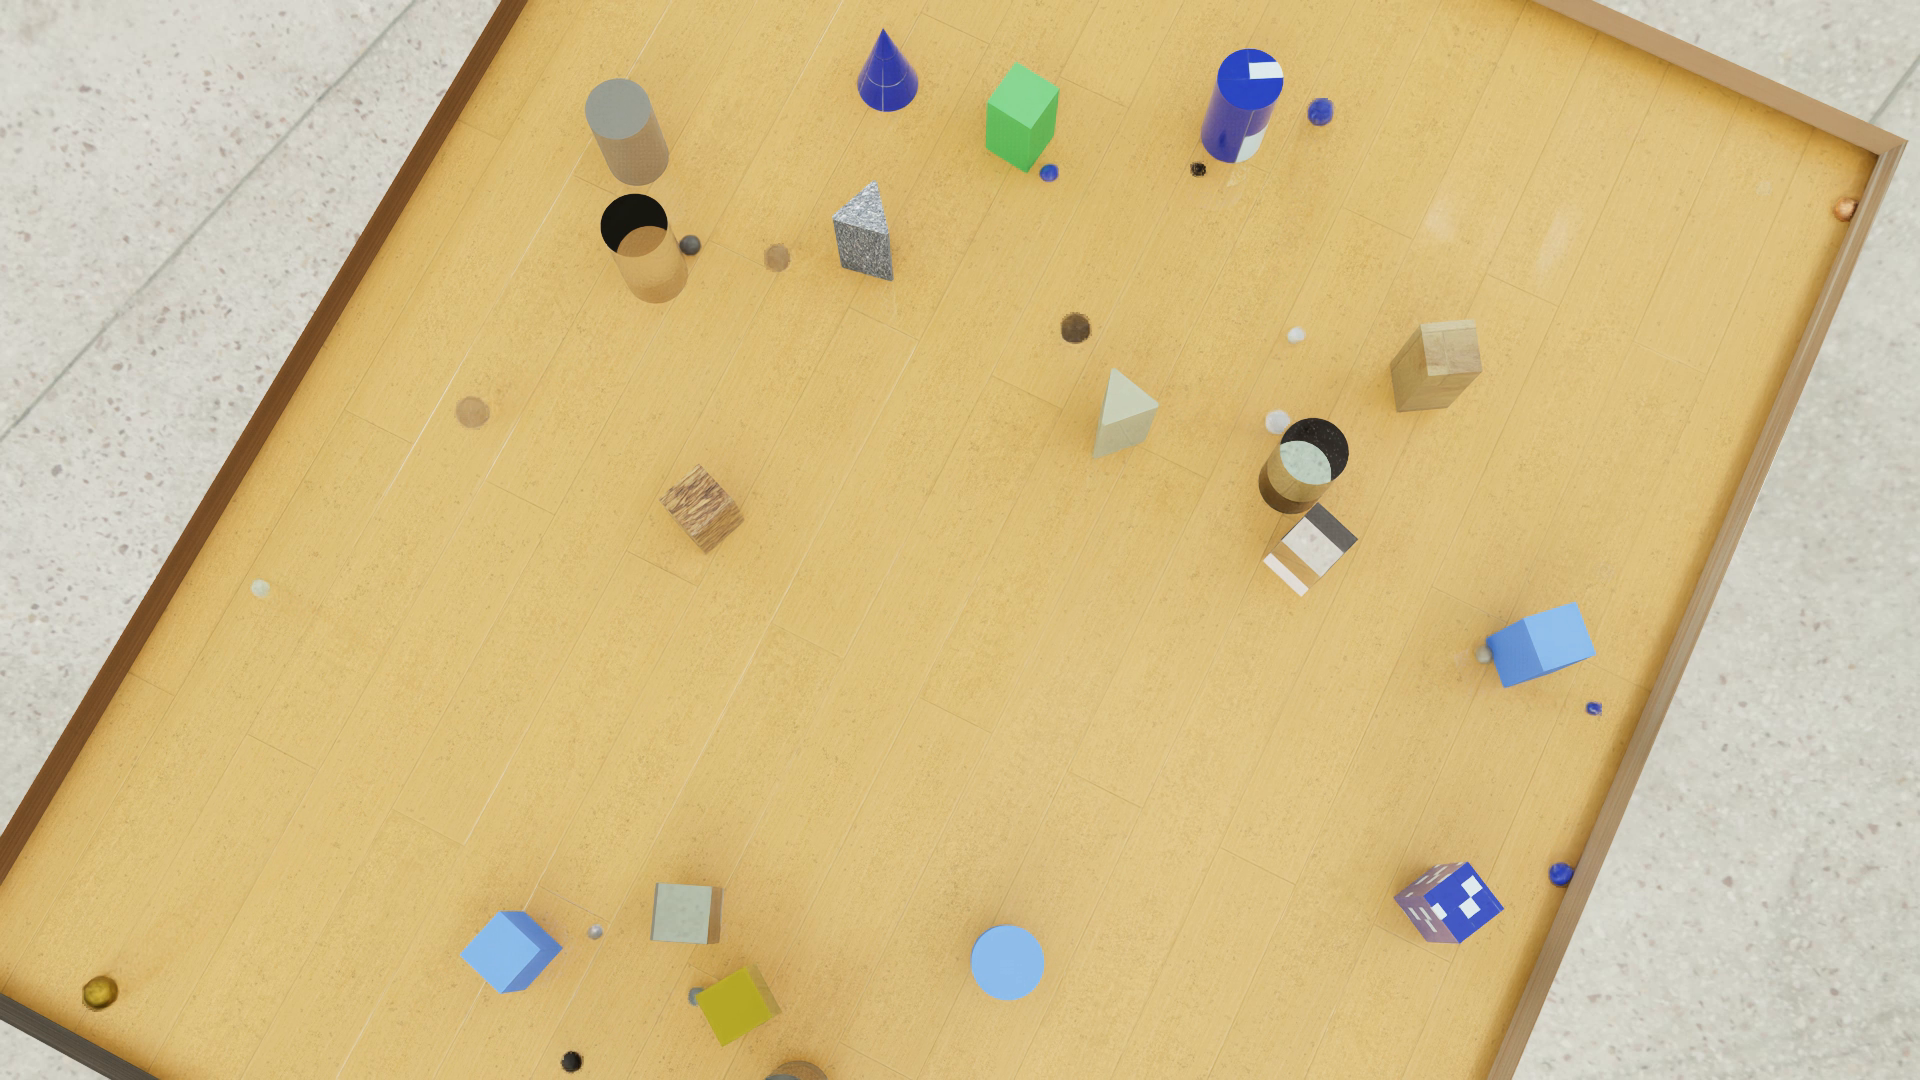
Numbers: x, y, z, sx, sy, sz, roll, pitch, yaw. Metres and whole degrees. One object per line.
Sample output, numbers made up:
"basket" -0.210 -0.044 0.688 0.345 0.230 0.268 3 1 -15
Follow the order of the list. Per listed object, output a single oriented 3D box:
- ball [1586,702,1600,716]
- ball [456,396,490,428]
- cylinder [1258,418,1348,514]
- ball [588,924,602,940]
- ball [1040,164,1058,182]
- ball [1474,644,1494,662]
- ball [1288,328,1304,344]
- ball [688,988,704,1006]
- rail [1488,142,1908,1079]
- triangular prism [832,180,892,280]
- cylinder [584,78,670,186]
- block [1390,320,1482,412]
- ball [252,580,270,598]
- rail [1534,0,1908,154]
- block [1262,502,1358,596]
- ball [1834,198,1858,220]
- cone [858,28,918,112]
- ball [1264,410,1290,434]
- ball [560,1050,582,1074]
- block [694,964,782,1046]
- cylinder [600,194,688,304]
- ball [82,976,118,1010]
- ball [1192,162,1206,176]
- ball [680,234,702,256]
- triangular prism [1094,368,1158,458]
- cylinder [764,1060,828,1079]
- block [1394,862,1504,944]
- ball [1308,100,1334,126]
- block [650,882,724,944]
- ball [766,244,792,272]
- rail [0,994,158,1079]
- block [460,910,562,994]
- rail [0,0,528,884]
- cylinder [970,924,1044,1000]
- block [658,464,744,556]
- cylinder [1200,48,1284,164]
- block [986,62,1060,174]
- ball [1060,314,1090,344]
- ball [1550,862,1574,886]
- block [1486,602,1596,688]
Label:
"ball" 1.896 0.504 5.490 0.043 0.043 0.043 0 78 0
"ball" -1.501 -0.394 5.647 0.099 0.099 0.099 0 78 0
"cylinder" 1.019 -0.216 5.461 0.199 0.393 0.199 0 78 0
"ball" -1.068 1.147 5.357 0.043 0.043 0.043 0 78 0
"ball" 0.282 -1.167 5.829 0.057 0.057 0.057 0 78 0
"ball" 1.577 0.343 5.518 0.054 0.054 0.054 0 78 0
"ball" 1.047 -0.637 5.723 0.051 0.051 0.051 0 78 0
"ball" -0.762 1.325 5.315 0.055 0.055 0.055 0 78 0
"rail" 1.850 0.912 5.361 0.045 0.129 4.937 26 80 5
"triangular prism" -0.273 -0.954 5.607 0.172 0.405 0.149 17 79 3
"cylinder" -1.031 -1.263 5.696 0.199 0.356 0.199 0 78 0
"block" 1.430 -0.521 5.523 0.159 0.394 0.159 -5 78 -1
"ball" -2.120 0.148 5.559 0.053 0.053 0.053 0 78 0
"rail" 1.093 -2.135 5.992 4.183 0.129 0.045 26 80 5
"block" 1.038 0.031 5.447 0.159 0.319 0.159 44 82 8
"ball" 2.804 -1.048 5.799 0.068 0.068 0.068 0 78 0
"cone" -0.233 -1.514 5.737 0.199 0.377 0.199 0 78 0
"ball" 0.978 -0.363 5.653 0.075 0.075 0.075 0 78 0
"ball" -1.118 1.502 5.274 0.062 0.062 0.062 0 78 0
"block" -0.626 1.318 5.199 0.159 0.283 0.159 -30 80 -6
"cylinder" -0.958 -0.883 5.588 0.199 0.414 0.199 0 78 0
"ball" -2.484 1.308 5.298 0.095 0.095 0.095 0 78 0
"ball" 0.761 -1.180 5.839 0.043 0.043 0.043 0 78 0
"ball" -0.850 -0.929 5.775 0.067 0.067 0.067 0 78 0
"triangular prism" 0.469 -0.390 5.496 0.172 0.394 0.149 -19 79 -4
"cylinder" -0.468 1.554 5.047 0.199 0.486 0.199 0 78 0
"block" 1.387 1.034 5.219 0.159 0.360 0.159 -35 80 -7
"ball" 1.151 -1.364 5.857 0.082 0.082 0.082 0 78 0
"block" -0.780 1.072 5.257 0.159 0.270 0.159 4 78 1
"ball" -0.571 -0.886 5.758 0.082 0.082 0.082 0 78 0
"rail" -1.093 2.148 5.105 4.183 0.129 0.045 26 80 5
"block" -1.275 1.172 5.222 0.159 0.297 0.159 41 81 8
"rail" -1.850 -0.899 5.736 0.045 0.129 4.937 26 80 5
"cylinder" 0.130 1.187 5.168 0.199 0.397 0.199 0 78 0
"block" -0.772 -0.089 5.501 0.159 0.264 0.159 -43 81 -8
"cylinder" 0.872 -1.343 5.693 0.199 0.396 0.199 0 78 0
"block" 0.192 -1.313 5.715 0.159 0.340 0.159 33 80 6
"ball" 0.360 -0.656 5.705 0.093 0.093 0.093 0 78 0
"ball" 1.766 0.980 5.379 0.067 0.067 0.067 0 78 0
"block" 1.691 0.311 5.355 0.159 0.386 0.159 -17 79 -3
